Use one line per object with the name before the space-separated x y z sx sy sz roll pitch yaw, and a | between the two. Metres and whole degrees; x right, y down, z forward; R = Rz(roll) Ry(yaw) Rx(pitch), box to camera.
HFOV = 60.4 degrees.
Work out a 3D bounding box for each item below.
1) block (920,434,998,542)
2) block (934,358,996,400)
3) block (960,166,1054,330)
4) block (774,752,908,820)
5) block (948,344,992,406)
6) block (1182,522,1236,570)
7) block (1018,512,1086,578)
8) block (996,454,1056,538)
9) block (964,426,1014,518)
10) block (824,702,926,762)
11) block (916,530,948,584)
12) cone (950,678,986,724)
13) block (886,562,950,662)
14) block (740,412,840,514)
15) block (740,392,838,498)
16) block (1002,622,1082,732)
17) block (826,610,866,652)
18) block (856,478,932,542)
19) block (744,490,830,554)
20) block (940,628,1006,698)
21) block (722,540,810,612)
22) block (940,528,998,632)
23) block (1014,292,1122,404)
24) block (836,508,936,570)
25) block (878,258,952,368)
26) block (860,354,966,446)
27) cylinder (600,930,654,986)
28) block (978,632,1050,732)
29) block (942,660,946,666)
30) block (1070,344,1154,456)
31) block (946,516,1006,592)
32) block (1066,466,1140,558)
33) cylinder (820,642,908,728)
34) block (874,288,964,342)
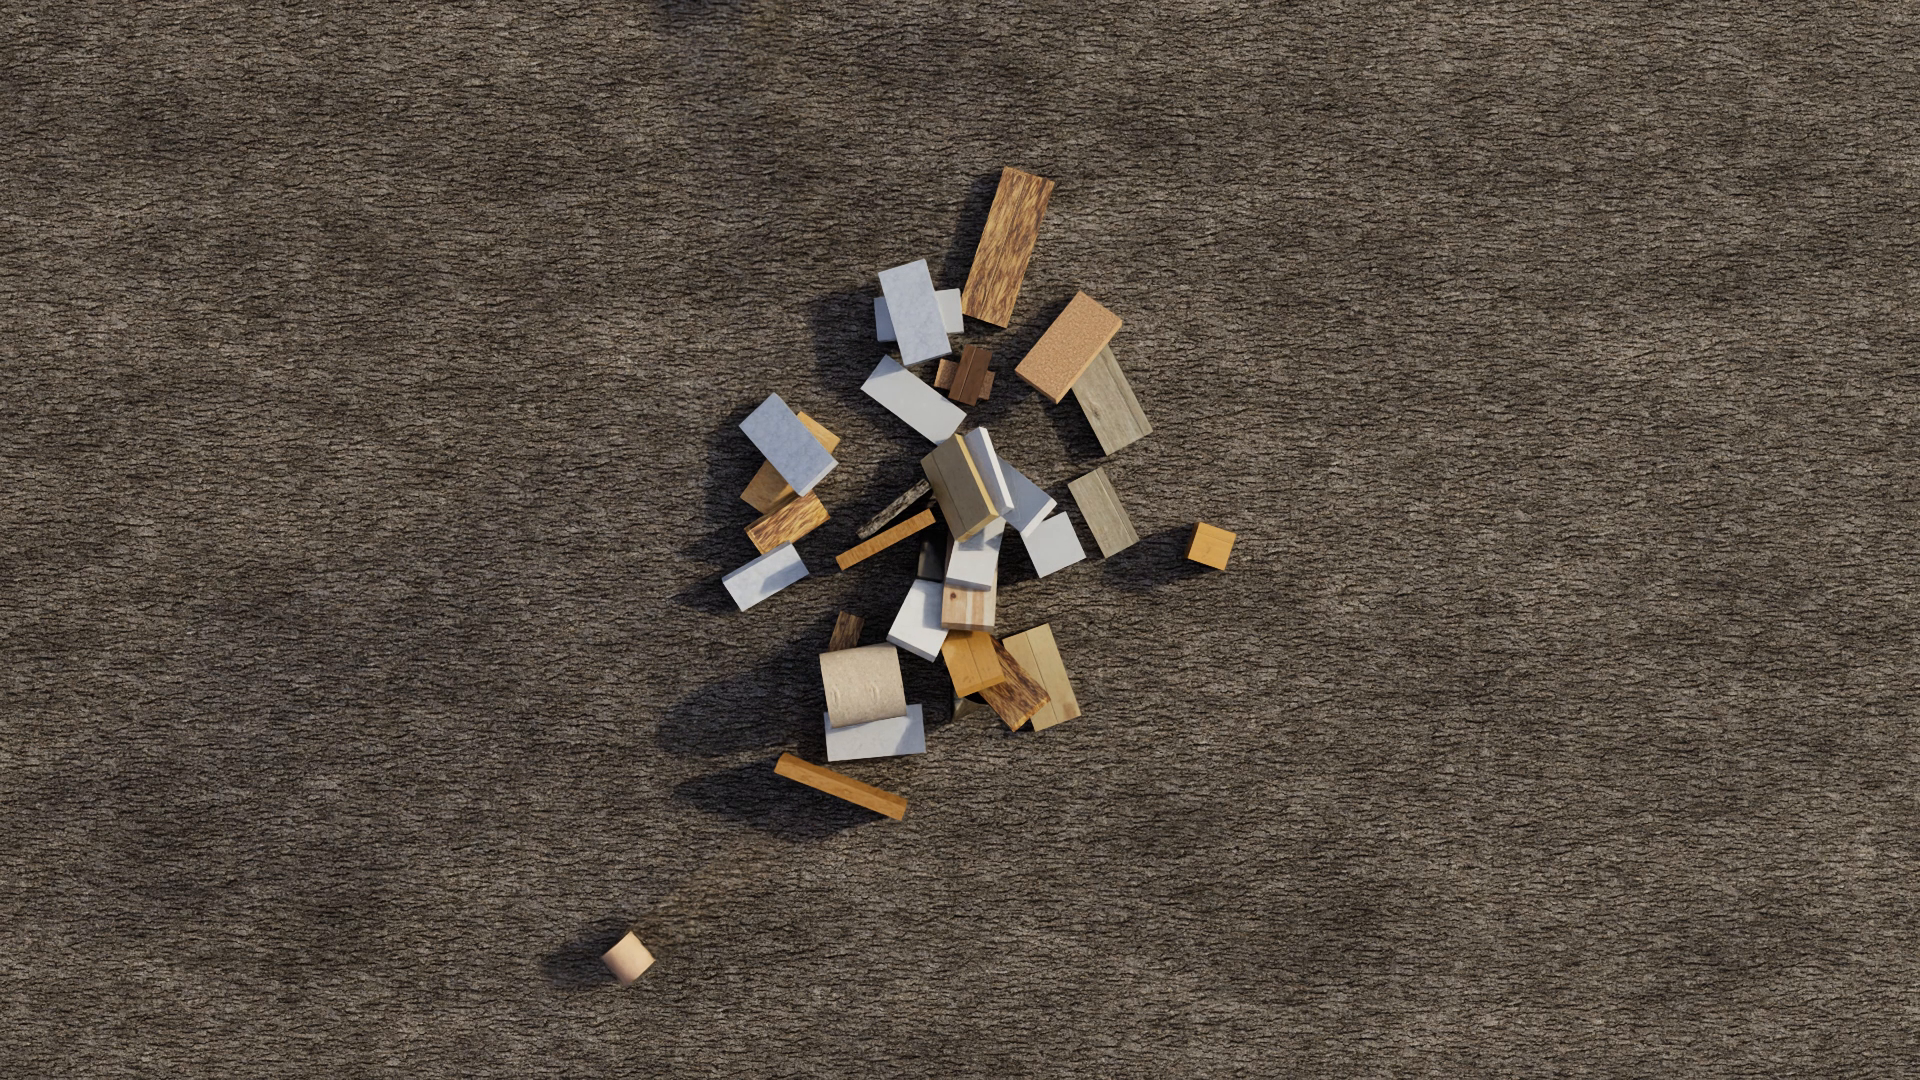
block | -0.004 -0.170 5.381 0.159 0.045 0.319 -37 62 26
block | 0.015 -0.534 5.487 0.186 0.026 0.093 14 90 0
block | 0.151 -0.968 5.475 0.173 0.049 0.508 18 90 0
block | -0.388 0.809 5.419 0.441 0.162 0.046 21 90 0
block | 0.034 -0.544 5.460 0.093 0.026 0.186 19 90 0
block | 0.822 0.020 5.437 0.125 0.125 0.125 19 90 0
block | 0.300 0.015 5.418 0.164 0.164 0.164 -24 90 0
block | 0.167 -0.147 5.389 0.149 0.042 0.298 -48 51 -1
block | 0.063 -0.203 5.392 0.149 0.042 0.298 -31 65 29
block | -0.282 0.637 5.477 0.324 0.046 0.162 -5 90 0
block | -0.092 0.054 5.435 0.086 0.024 0.172 10 62 -9
cone | 0.005 0.548 5.463 0.163 0.163 0.163 29 117 0
block | -0.093 0.214 5.395 0.171 0.048 0.342 26 61 0
block | -0.563 -0.238 5.477 0.159 0.045 0.349 35 90 0
block | -0.564 -0.314 5.419 0.162 0.046 0.324 -43 72 4
block | 0.270 0.455 5.477 0.162 0.046 0.324 -20 90 0
block | -0.384 0.331 5.488 0.086 0.024 0.172 18 90 0
block | -0.216 -0.098 5.429 0.284 0.142 0.040 -38 90 0
block | -0.569 -0.056 5.442 0.256 0.036 0.128 -34 122 -4
block | 0.022 0.344 5.388 0.162 0.046 0.324 -21 55 1
block | -0.642 0.118 5.453 0.256 0.036 0.128 -30 119 0
block | 0.034 0.130 5.398 0.171 0.048 0.342 4 62 -1
block | 0.358 -0.635 5.434 0.173 0.049 0.346 37 83 15
block | -0.241 -0.002 5.415 0.342 0.171 0.048 -27 90 0
block | -0.146 -0.743 5.401 0.159 0.045 0.319 -16 87 5
block | -0.153 -0.459 5.480 0.334 0.040 0.142 37 90 0
cylinder | -1.094 1.379 5.437 0.126 0.126 0.126 -40 90 0
block | 0.130 0.458 5.390 0.162 0.046 0.324 -40 61 -8
block | 0.019 0.347 5.436 0.086 0.024 0.172 15 65 26
block | 0.482 -0.472 5.475 0.173 0.049 0.346 -28 90 0
block | 0.057 0.015 5.408 0.149 0.042 0.298 11 62 3
block | 0.476 -0.091 5.482 0.128 0.036 0.277 -27 90 0
cylinder | -0.315 0.471 5.368 0.247 0.247 0.247 -10 90 -4
block | -0.135 -0.740 5.442 0.283 0.040 0.142 -6 88 5
